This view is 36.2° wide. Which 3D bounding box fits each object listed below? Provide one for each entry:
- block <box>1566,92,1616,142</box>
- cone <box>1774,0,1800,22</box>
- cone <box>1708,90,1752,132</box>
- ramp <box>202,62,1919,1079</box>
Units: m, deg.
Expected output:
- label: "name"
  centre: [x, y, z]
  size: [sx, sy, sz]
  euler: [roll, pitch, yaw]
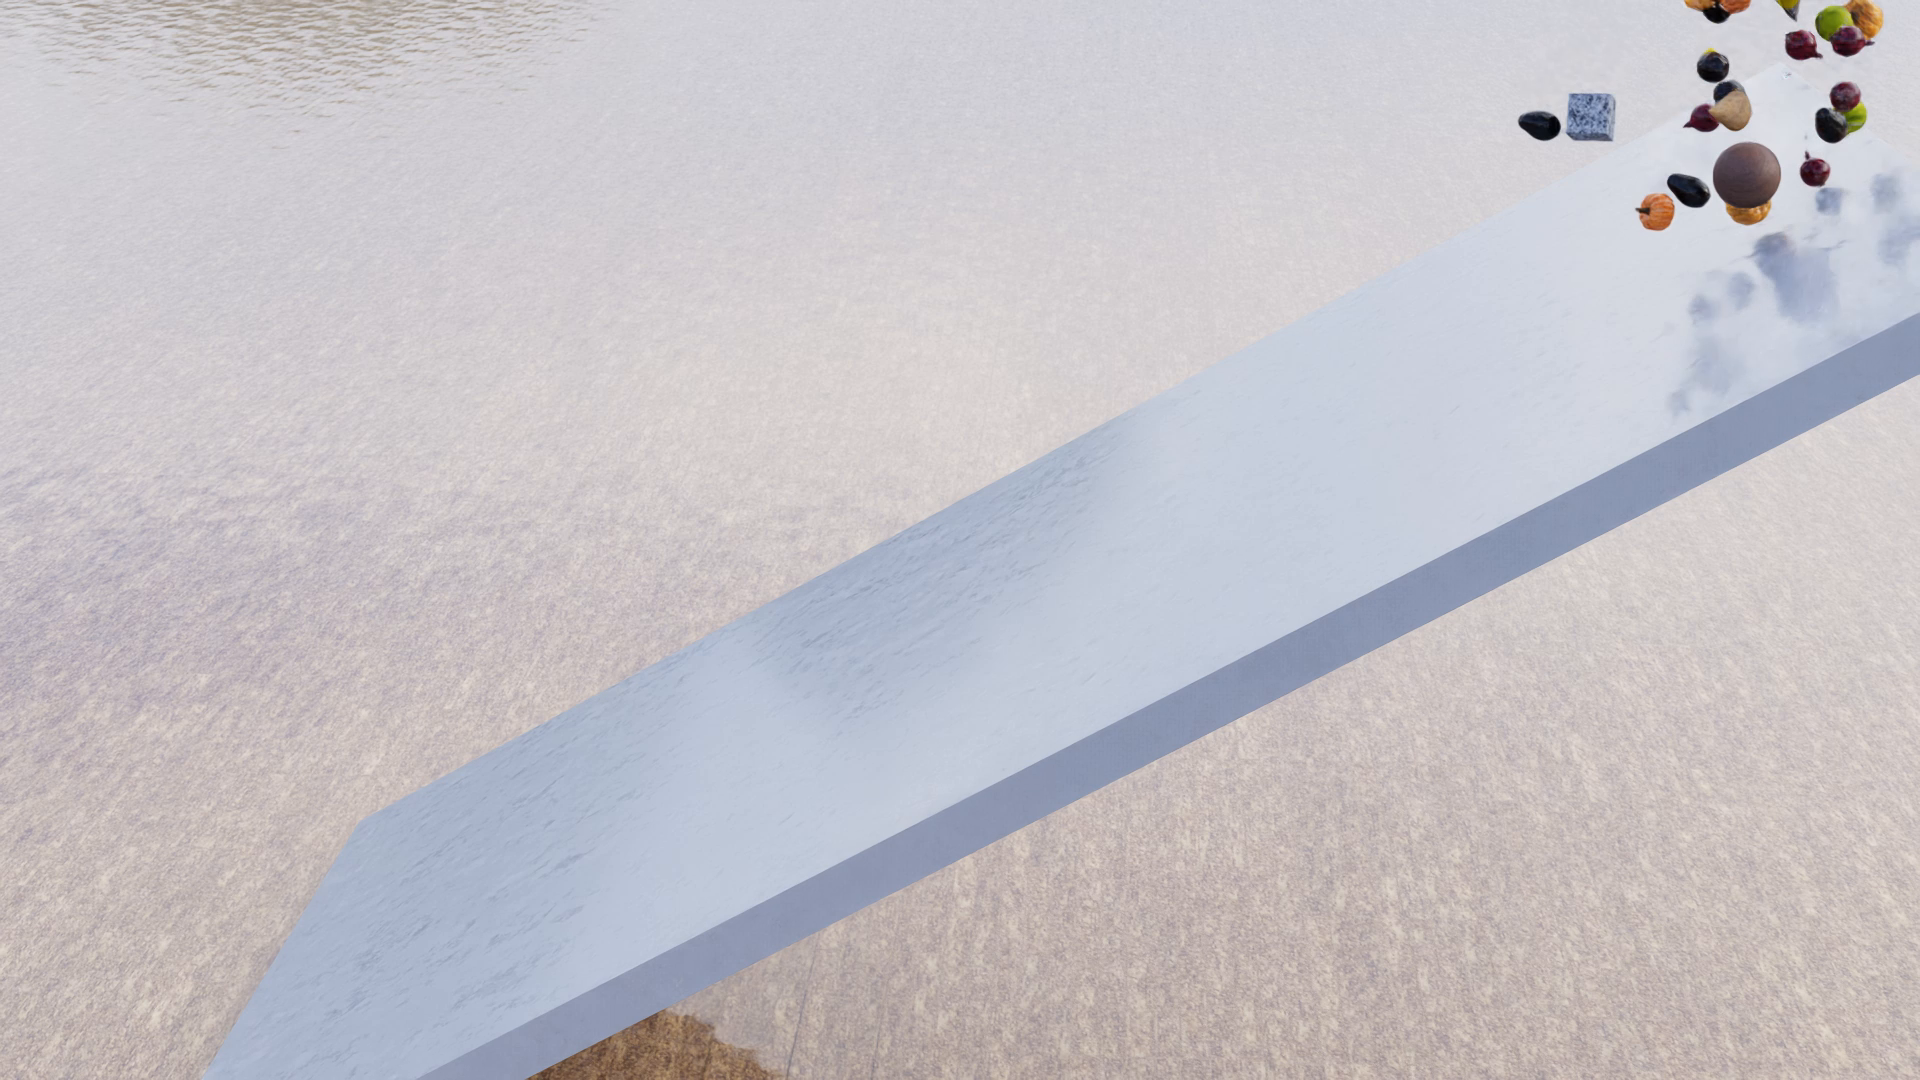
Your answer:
- label: "block"
  centre: [1.289, -0.864, 6.007]
  size: [0.083, 0.083, 0.083]
  euler: [4, -2, 22]
- label: "cone"
  centre: [1.603, -1.025, 5.668]
  size: [0.059, 0.059, 0.059]
  euler: [-14, -6, -1]
- label: "cone"
  centre: [1.456, -0.820, 5.622]
  size: [0.078, 0.078, 0.078]
  euler: [-6, 19, -32]
- label: "ramp"
  centre: [0.142, 0.168, 6.284]
  size: [4.000, 0.100, 2.000]
  euler: [-28, 15, 12]
